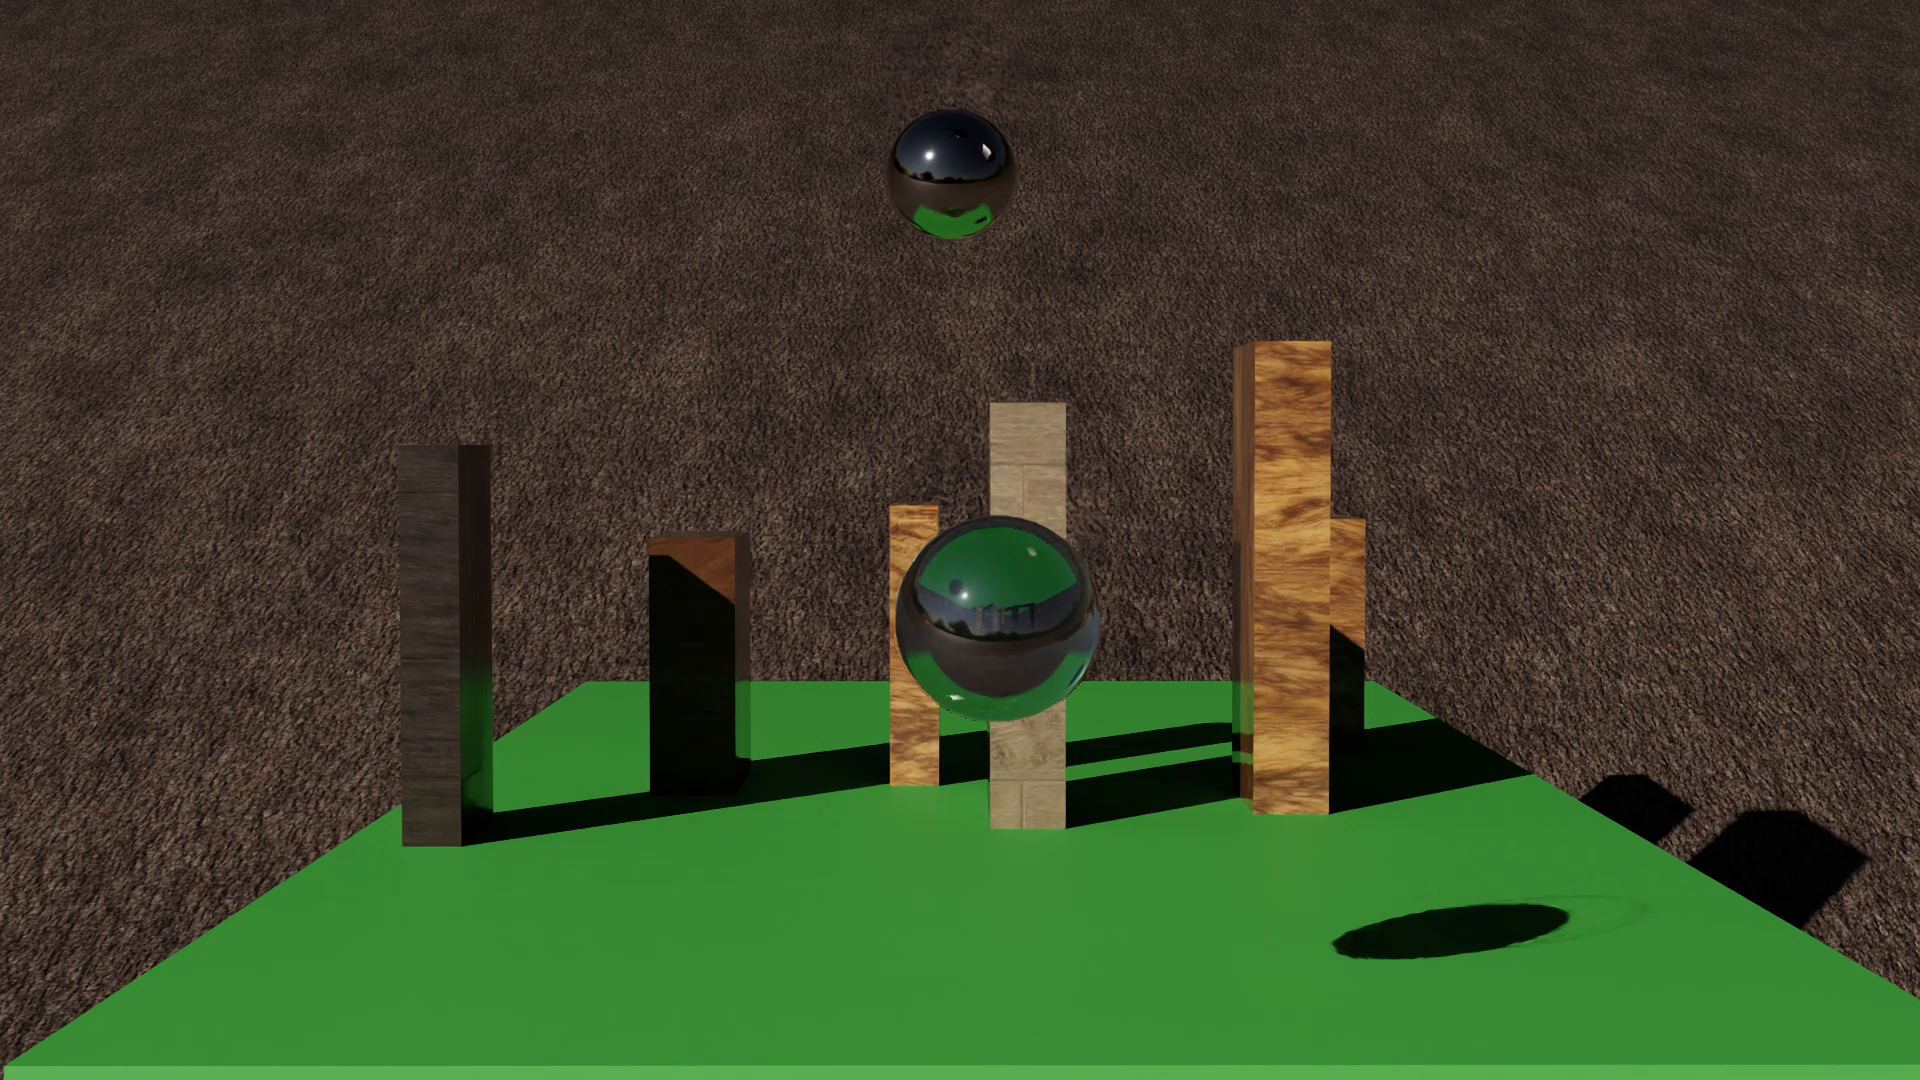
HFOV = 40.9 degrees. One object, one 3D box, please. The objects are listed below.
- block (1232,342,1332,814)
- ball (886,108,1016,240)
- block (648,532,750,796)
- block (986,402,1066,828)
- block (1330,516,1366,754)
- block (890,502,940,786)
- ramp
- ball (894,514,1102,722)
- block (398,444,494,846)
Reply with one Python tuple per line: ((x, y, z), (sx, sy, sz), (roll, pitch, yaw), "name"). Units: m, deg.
((0.543, 0.057, 4.377), (0.124, 0.775, 0.327), (0, 2, 0), "block")
((-0.009, -0.385, 2.710), (0.137, 0.137, 0.137), (0, 23, 0), "ball")
((-0.463, 0.213, 4.610), (0.148, 0.446, 0.326), (0, 2, 0), "block")
((0.107, 0.113, 4.262), (0.119, 0.673, 0.405), (0, 2, 0), "block")
((0.747, 0.184, 5.149), (0.084, 0.459, 0.255), (0, 2, 0), "block")
((-0.081, 0.183, 4.701), (0.087, 0.498, 0.274), (0, 2, 0), "block")
((0.054, 0.488, 4.541), (2.000, 0.100, 4.000), (0, 2, 0), "ramp")
((0.038, 0.078, 2.564), (0.206, 0.206, 0.206), (0, 23, 0), "ball")
((-0.801, 0.156, 4.023), (0.090, 0.607, 0.271), (0, 2, 0), "block")
